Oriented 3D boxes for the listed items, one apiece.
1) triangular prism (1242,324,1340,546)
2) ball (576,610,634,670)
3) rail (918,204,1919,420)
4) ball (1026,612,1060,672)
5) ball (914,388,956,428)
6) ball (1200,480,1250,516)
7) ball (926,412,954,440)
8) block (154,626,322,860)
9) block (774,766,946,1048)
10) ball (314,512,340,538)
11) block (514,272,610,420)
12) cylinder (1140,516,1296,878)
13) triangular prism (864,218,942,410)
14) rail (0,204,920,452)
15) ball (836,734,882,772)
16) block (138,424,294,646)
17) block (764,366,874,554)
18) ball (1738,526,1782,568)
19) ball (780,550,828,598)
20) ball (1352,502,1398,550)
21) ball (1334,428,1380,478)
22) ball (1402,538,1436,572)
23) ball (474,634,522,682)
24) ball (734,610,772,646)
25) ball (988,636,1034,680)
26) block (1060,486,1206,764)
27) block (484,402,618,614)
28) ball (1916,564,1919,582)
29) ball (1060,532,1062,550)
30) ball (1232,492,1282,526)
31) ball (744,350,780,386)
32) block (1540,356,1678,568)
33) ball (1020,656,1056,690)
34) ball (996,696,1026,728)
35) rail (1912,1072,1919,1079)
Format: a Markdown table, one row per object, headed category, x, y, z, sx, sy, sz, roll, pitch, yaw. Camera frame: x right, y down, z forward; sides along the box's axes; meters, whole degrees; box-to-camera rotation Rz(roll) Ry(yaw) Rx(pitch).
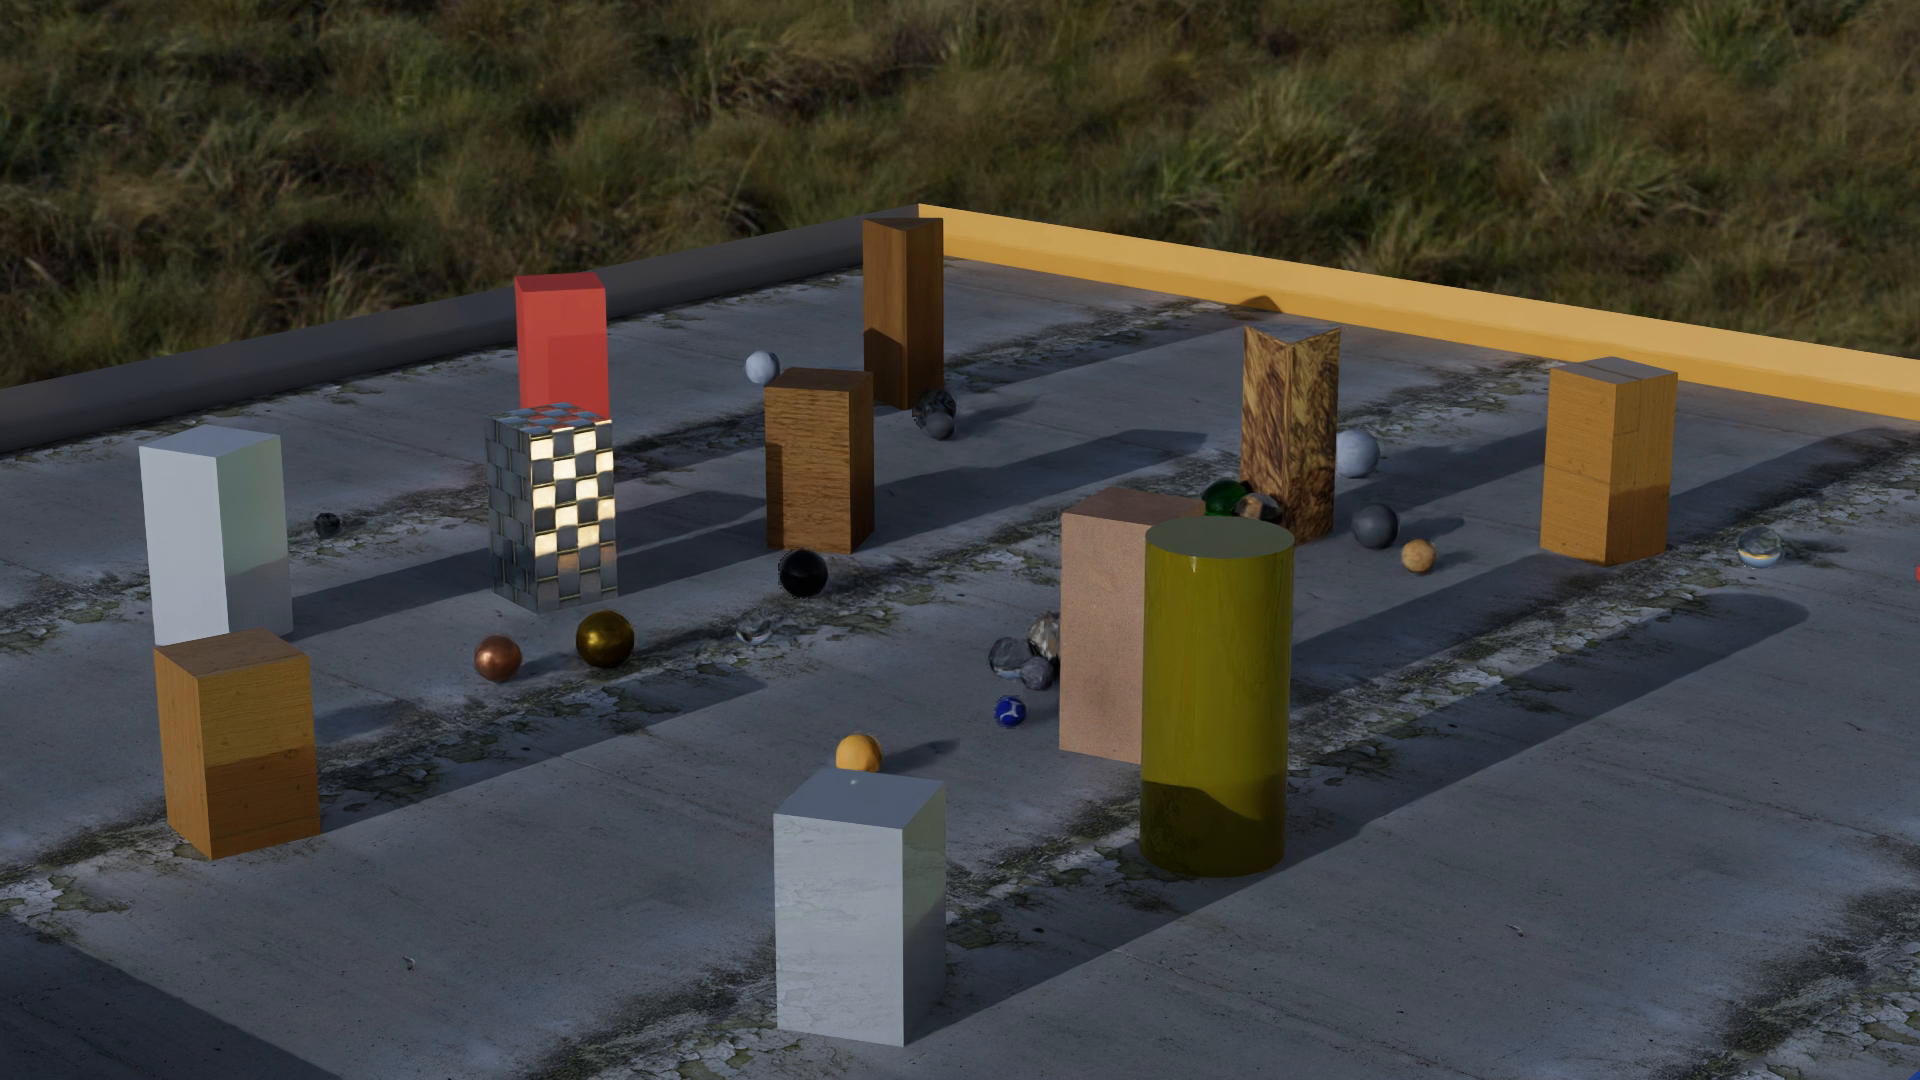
| category | x | y | z | sx | sy | sz | roll | pitch | yaw |
| --- | --- | --- | --- | --- | --- | --- | --- | --- | --- |
| triangular prism | 0.588 | -0.200 | 5.440 | 0.150 | 0.392 | 0.173 | 13 | 21 | 36 |
| ball | -0.576 | 0.162 | 4.754 | 0.095 | 0.095 | 0.095 | 0 | 17 | 0 |
| rail | 1.477 | -0.458 | 6.749 | 4.256 | 0.130 | 0.045 | 14 | 22 | 39 |
| ball | 0.155 | 0.164 | 4.745 | 0.096 | 0.096 | 0.096 | 0 | 17 | 0 |
| ball | -0.053 | -0.278 | 6.225 | 0.089 | 0.089 | 0.089 | 0 | 17 | 0 |
| ball | 0.496 | -0.065 | 5.467 | 0.098 | 0.098 | 0.098 | 0 | 17 | 0 |
| ball | -0.042 | -0.240 | 6.148 | 0.061 | 0.061 | 0.061 | 0 | 17 | 0 |
| block | -1.003 | 0.280 | 4.072 | 0.160 | 0.262 | 0.160 | -12 | 20 | -34 |
| block | -0.118 | 0.438 | 3.522 | 0.160 | 0.277 | 0.160 | 5 | 18 | 17 |
| ball | -1.179 | -0.028 | 5.465 | 0.049 | 0.049 | 0.049 | 0 | 17 | 0 |
| block | -0.788 | -0.317 | 5.822 | 0.160 | 0.397 | 0.160 | -4 | 17 | -13 |
| cylinder | 0.347 | 0.211 | 3.978 | 0.200 | 0.449 | 0.200 | 0 | 17 | 0 |
| triangular prism | -0.102 | -0.505 | 6.447 | 0.150 | 0.396 | 0.173 | -10 | 20 | -30 |
| rail | -1.589 | -0.365 | 6.441 | 0.045 | 0.130 | 4.553 | 14 | 22 | 39 |
| ball | -0.149 | 0.317 | 4.286 | 0.068 | 0.068 | 0.068 | 0 | 17 | 0 |
| block | -1.232 | 0.000 | 4.866 | 0.160 | 0.341 | 0.160 | 8 | 19 | 25 |
| block | -0.258 | -0.148 | 5.417 | 0.160 | 0.306 | 0.160 | 4 | 17 | 14 |
| ball | 1.440 | 0.013 | 5.279 | 0.077 | 0.077 | 0.077 | 0 | 17 | 0 |
| ball | -0.273 | 0.059 | 5.114 | 0.085 | 0.085 | 0.085 | 0 | 17 | 0 |
| ball | 0.764 | -0.026 | 5.394 | 0.086 | 0.086 | 0.086 | 0 | 17 | 0 |
| ball | 0.787 | -0.173 | 5.857 | 0.100 | 0.100 | 0.100 | 0 | 17 | 0 |
| ball | 0.822 | 0.029 | 5.256 | 0.061 | 0.061 | 0.061 | 0 | 17 | 0 |
| ball | -0.741 | 0.189 | 4.695 | 0.077 | 0.077 | 0.077 | 0 | 17 | 0 |
| ball | -0.344 | 0.146 | 4.868 | 0.060 | 0.060 | 0.060 | 0 | 17 | 0 |
| ball | 0.082 | 0.190 | 4.702 | 0.072 | 0.072 | 0.072 | 0 | 17 | 0 |
| block | 0.258 | 0.128 | 4.389 | 0.160 | 0.371 | 0.160 | 9 | 19 | 27 |
| block | -0.710 | -0.057 | 5.092 | 0.160 | 0.320 | 0.160 | -12 | 21 | -35 |
| ball | 1.713 | 0.058 | 5.176 | 0.050 | 0.050 | 0.050 | 0 | 17 | 0 |
| ball | 0.225 | 0.002 | 5.288 | 0.093 | 0.093 | 0.093 | 0 | 17 | 0 |
| ball | 0.542 | -0.043 | 5.356 | 0.089 | 0.089 | 0.089 | 0 | 17 | 0 |
| ball | -0.445 | -0.388 | 6.608 | 0.080 | 0.080 | 0.080 | 0 | 17 | 0 |
| block | 1.182 | -0.145 | 5.348 | 0.160 | 0.340 | 0.160 | -11 | 20 | -33 |
| ball | 0.124 | 0.211 | 4.659 | 0.055 | 0.055 | 0.055 | 0 | 17 | 0 |
| ball | 0.079 | 0.264 | 4.500 | 0.047 | 0.047 | 0.047 | 0 | 17 | 0 |
| rail | 1.589 | 0.430 | 3.799 | 0.045 | 0.130 | 4.553 | 14 | 22 | 39 |
